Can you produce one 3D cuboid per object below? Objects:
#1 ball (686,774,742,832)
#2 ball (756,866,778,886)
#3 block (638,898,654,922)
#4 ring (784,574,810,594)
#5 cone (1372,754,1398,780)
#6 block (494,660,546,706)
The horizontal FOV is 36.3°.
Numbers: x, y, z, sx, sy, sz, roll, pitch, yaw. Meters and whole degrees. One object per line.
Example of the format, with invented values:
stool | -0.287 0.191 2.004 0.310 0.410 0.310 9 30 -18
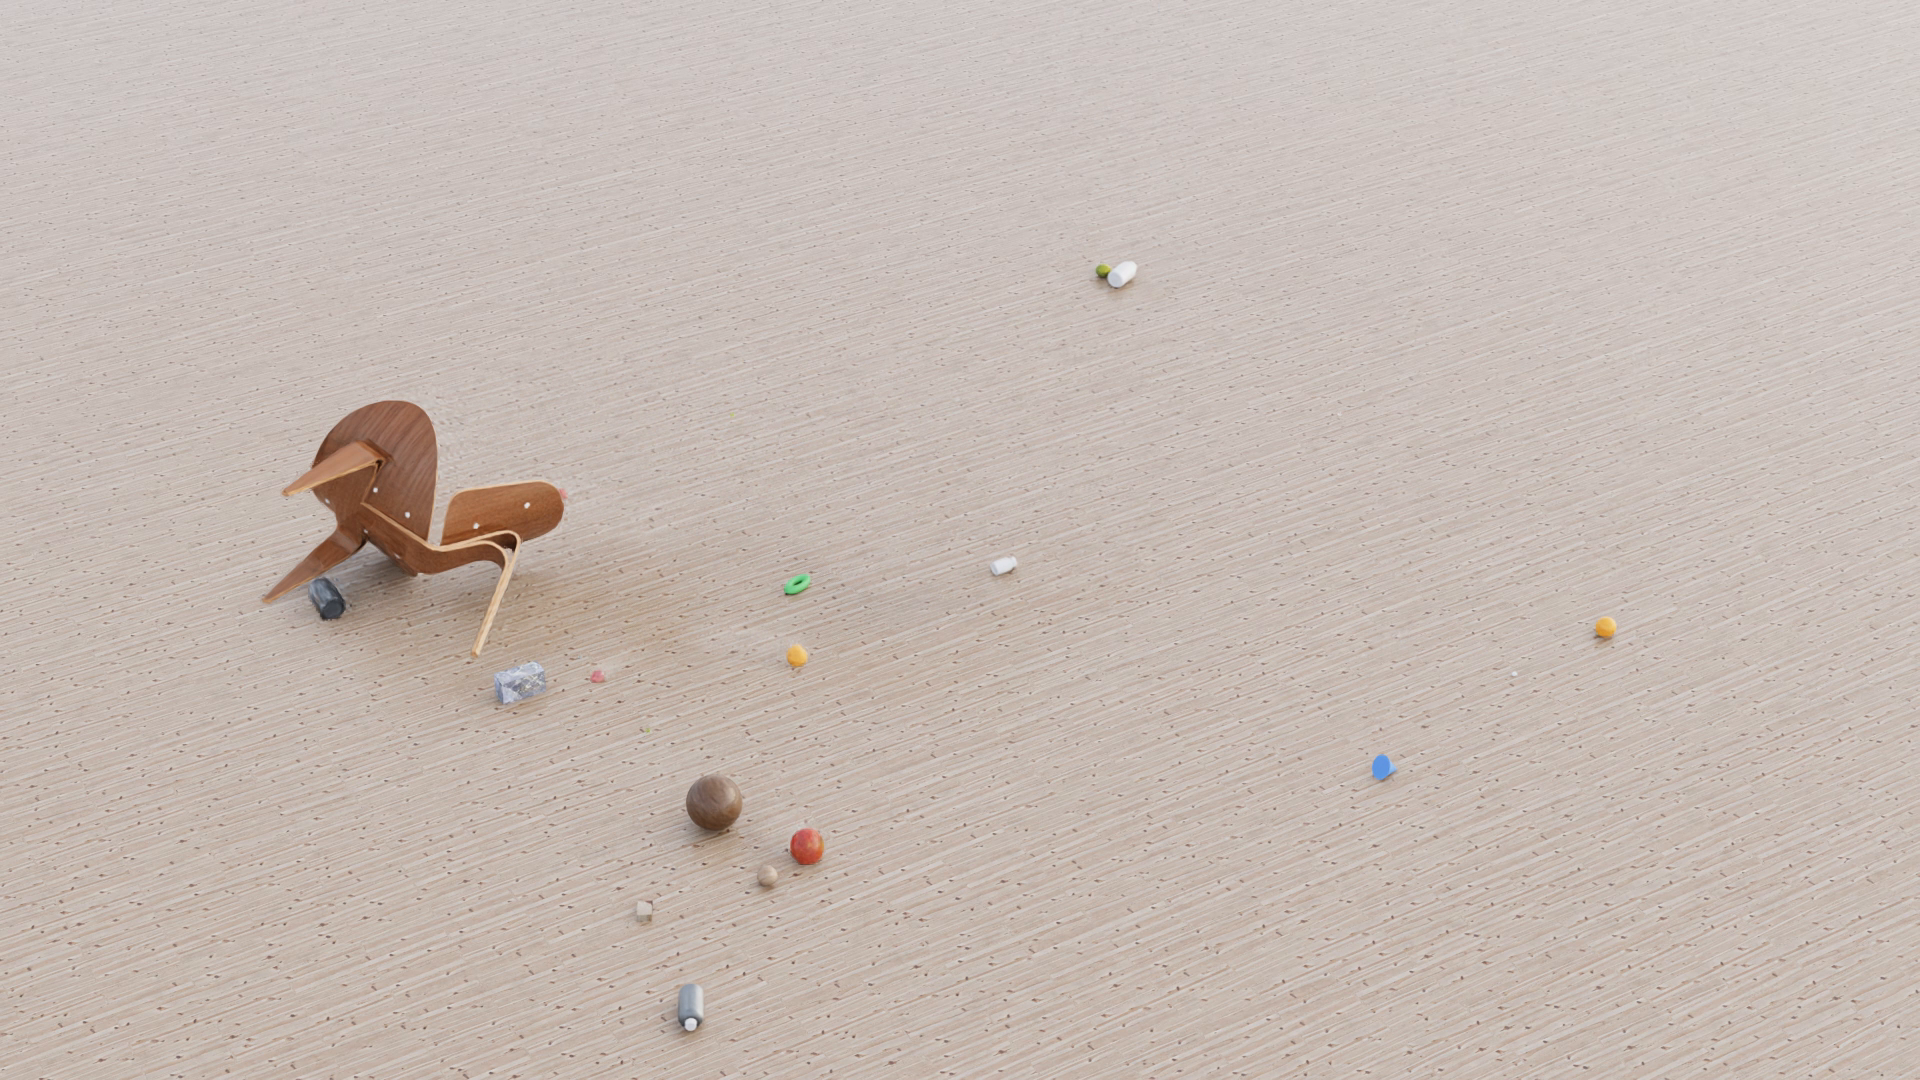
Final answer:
ball | -0.795 0.849 9.488 0.185 0.185 0.185 0 33 0
ball | -0.610 1.061 9.274 0.065 0.065 0.065 0 33 0
block | -0.984 1.157 9.165 0.045 0.027 0.076 -1 33 -2
ring | -0.592 0.161 10.672 0.066 0.031 0.126 25 41 30
cone | 1.429 0.759 9.758 0.079 0.084 0.080 11 13 -38
block | -1.517 0.492 10.115 0.159 0.090 0.071 -18 37 -25
